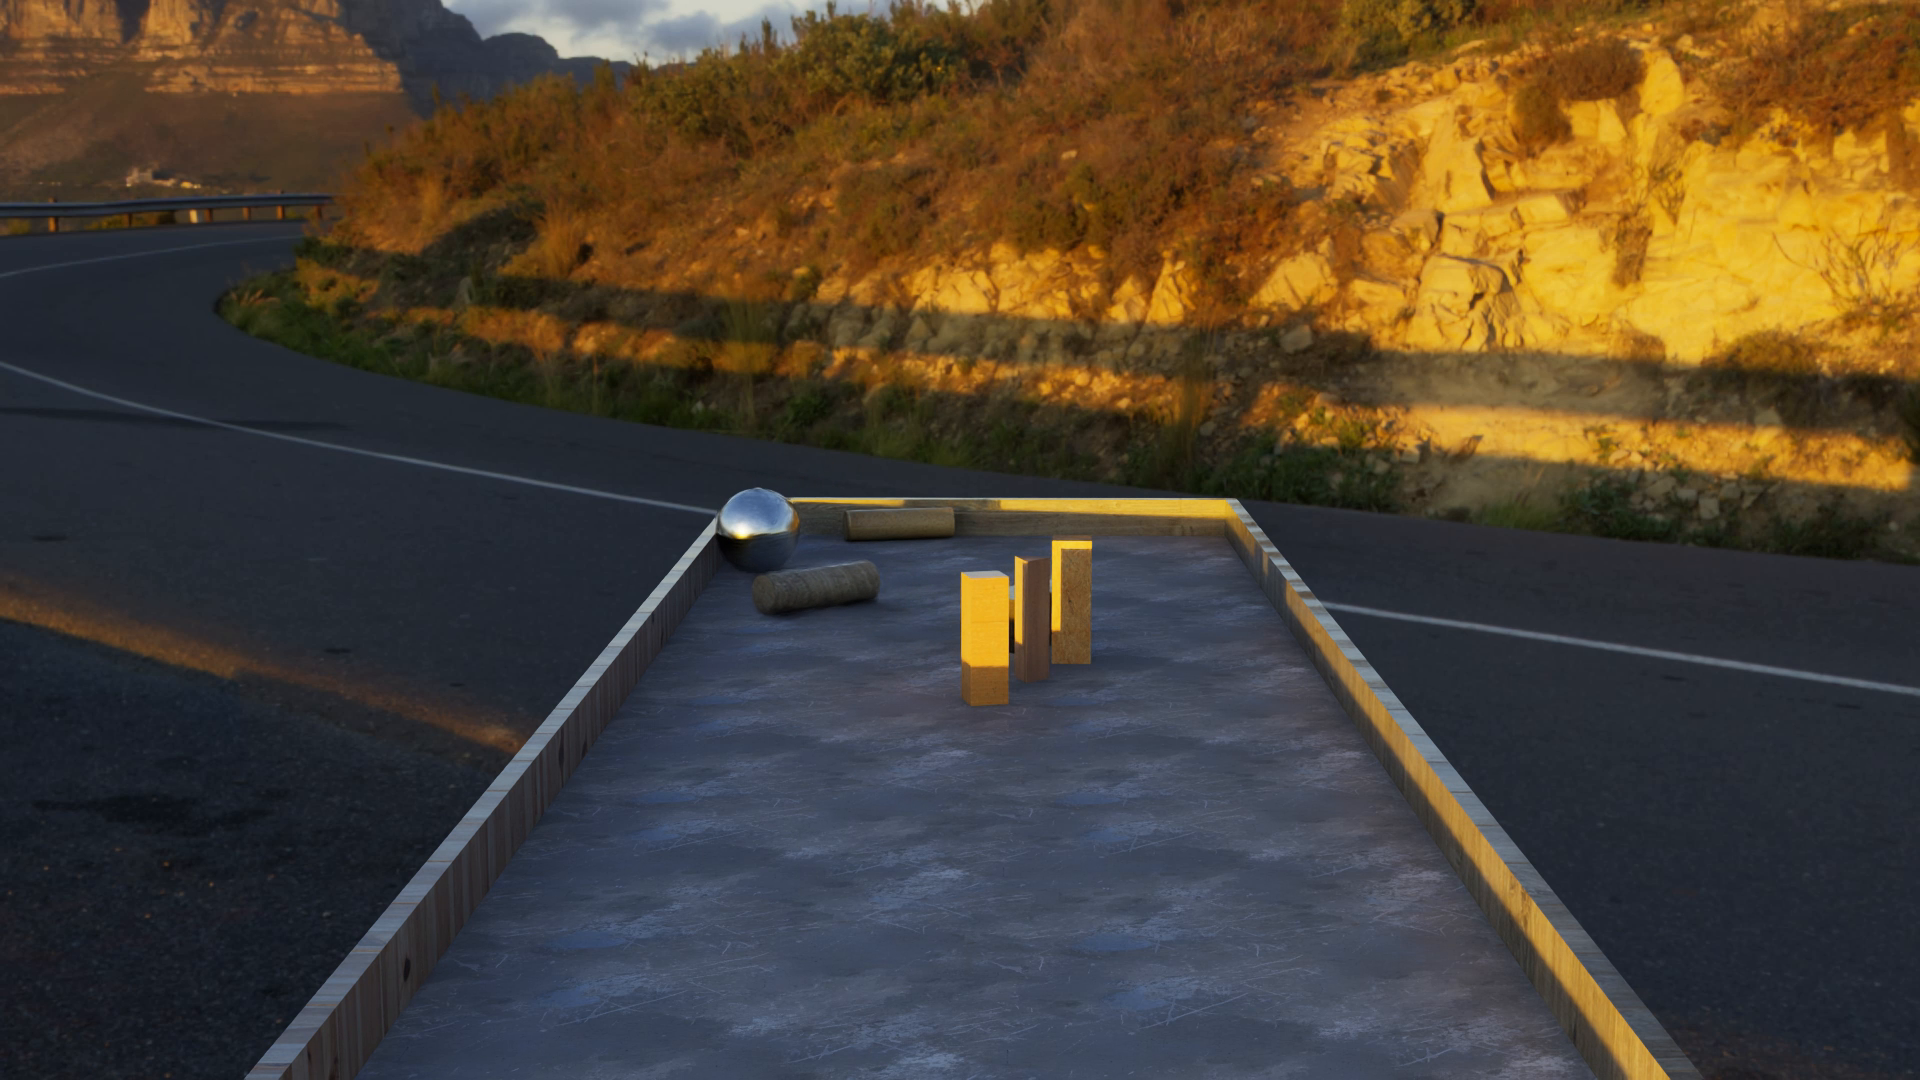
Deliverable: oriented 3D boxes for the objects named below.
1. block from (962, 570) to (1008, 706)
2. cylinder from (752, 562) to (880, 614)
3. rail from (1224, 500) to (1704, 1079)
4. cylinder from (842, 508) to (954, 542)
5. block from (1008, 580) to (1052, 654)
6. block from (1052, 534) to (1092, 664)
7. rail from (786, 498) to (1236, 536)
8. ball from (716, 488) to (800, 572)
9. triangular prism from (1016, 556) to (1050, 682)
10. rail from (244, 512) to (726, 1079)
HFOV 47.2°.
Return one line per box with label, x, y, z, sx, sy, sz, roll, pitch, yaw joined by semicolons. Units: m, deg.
block;0.070;0.273;6.138;0.108;0.359;0.108;-2;9;-14
cylinder;-0.490;0.163;7.550;0.447;0.135;0.135;-7;12;-39
rail;1.046;0.843;3.208;0.050;0.150;12.000;0;9;1
cylinder;-0.252;-0.065;9.016;0.443;0.127;0.127;-2;9;-13
block;0.225;0.239;6.963;0.169;0.169;0.356;7;12;39
block;0.339;0.179;6.677;0.118;0.376;0.118;0;9;3
rail;0.099;-0.098;9.147;2.100;0.150;0.050;0;9;1
ball;-0.756;-0.037;8.236;0.316;0.316;0.316;0;9;0
triangular prism;0.195;0.228;6.424;0.087;0.358;0.101;8;12;42
rail;-1.004;0.839;3.234;0.050;0.150;12.000;0;9;1
